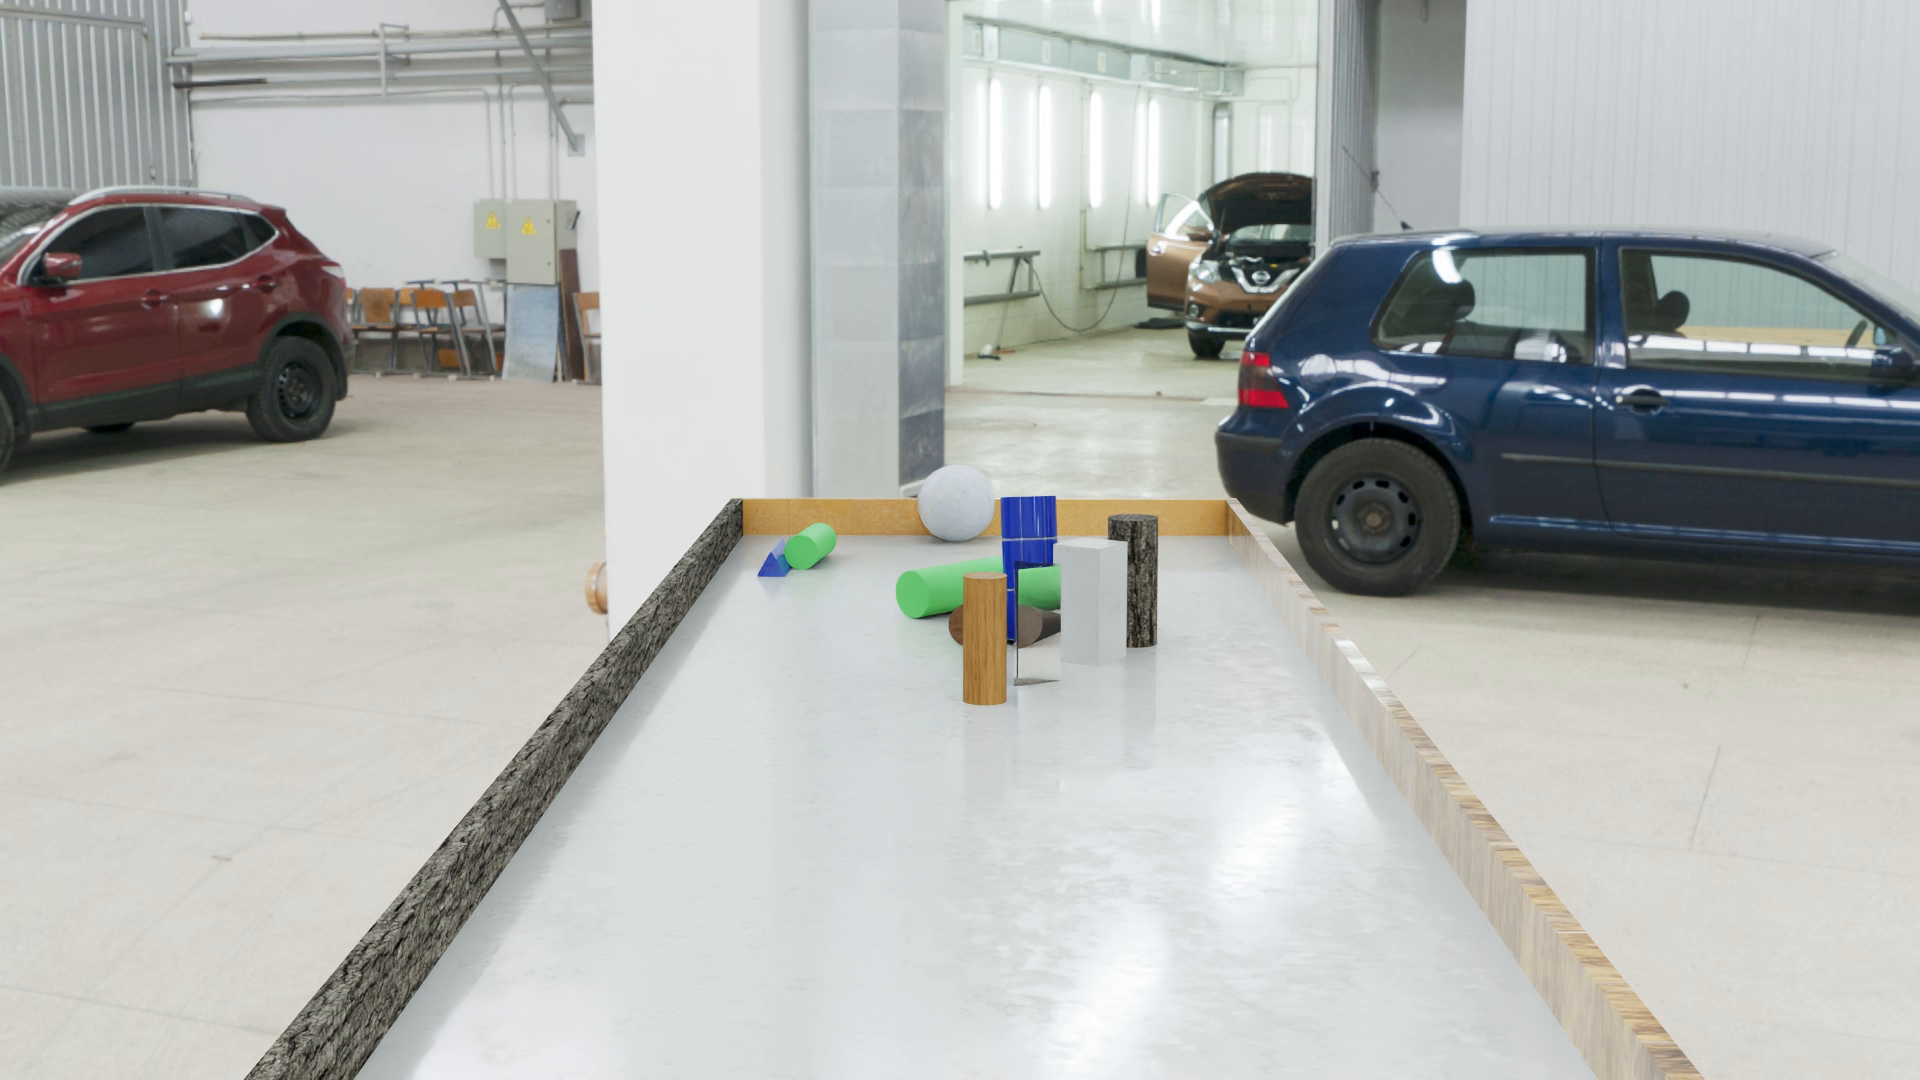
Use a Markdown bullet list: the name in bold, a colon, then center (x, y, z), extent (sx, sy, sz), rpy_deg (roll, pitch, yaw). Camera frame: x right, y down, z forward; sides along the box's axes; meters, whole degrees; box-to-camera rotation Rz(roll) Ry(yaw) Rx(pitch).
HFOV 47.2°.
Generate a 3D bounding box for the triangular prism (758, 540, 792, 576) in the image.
- **triangular prism**: center (-0.693, 0.064, 8.303), extent (0.104, 0.090, 0.329), rpy_deg (0, 9, 2)

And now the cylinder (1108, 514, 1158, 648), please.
- **cylinder**: center (0.544, 0.127, 6.926), extent (0.158, 0.400, 0.158), rpy_deg (0, 9, 0)

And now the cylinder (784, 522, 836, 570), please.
- **cylinder**: center (-0.573, 0.022, 8.450), extent (0.132, 0.132, 0.325), rpy_deg (1, 9, 9)

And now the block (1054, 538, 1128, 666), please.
- **block**: center (0.395, 0.186, 6.690), extent (0.164, 0.359, 0.164), rpy_deg (6, 11, 34)

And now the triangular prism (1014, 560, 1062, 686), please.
- **triangular prism**: center (0.196, 0.238, 6.416), extent (0.153, 0.341, 0.133), rpy_deg (-5, 10, -27)

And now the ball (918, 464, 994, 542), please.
- **ball**: center (-0.016, -0.151, 8.955), extent (0.315, 0.315, 0.315), rpy_deg (0, 9, 0)

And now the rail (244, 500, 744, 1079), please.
- **rail**: center (-1.004, 0.839, 3.234), extent (0.050, 0.150, 12.000), rpy_deg (0, 9, 1)

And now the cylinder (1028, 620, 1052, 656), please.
- **cylinder**: center (0.359, 0.281, 6.909), extent (0.103, 0.103, 0.405), rpy_deg (6, 11, 31)

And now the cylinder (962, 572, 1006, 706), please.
- **cylinder**: center (0.069, 0.274, 6.141), extent (0.123, 0.356, 0.123), rpy_deg (0, 9, 0)

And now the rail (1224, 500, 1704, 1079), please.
- **rail**: center (1.046, 0.843, 3.208), extent (0.050, 0.150, 12.000), rpy_deg (0, 9, 1)

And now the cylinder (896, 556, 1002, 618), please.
- **cylinder**: center (-0.010, 0.159, 7.495), extent (0.160, 0.160, 0.428), rpy_deg (9, 13, 44)

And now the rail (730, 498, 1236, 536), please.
- **rail**: center (0.099, -0.098, 9.147), extent (2.100, 0.150, 0.050), rpy_deg (0, 9, 1)

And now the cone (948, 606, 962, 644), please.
- **cone**: center (0.066, 0.273, 7.073), extent (0.138, 0.138, 0.365), rpy_deg (2, -2, 11)

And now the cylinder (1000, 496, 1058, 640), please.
- **cylinder**: center (0.223, 0.086, 6.964), extent (0.178, 0.449, 0.178), rpy_deg (-2, 1, 0)
